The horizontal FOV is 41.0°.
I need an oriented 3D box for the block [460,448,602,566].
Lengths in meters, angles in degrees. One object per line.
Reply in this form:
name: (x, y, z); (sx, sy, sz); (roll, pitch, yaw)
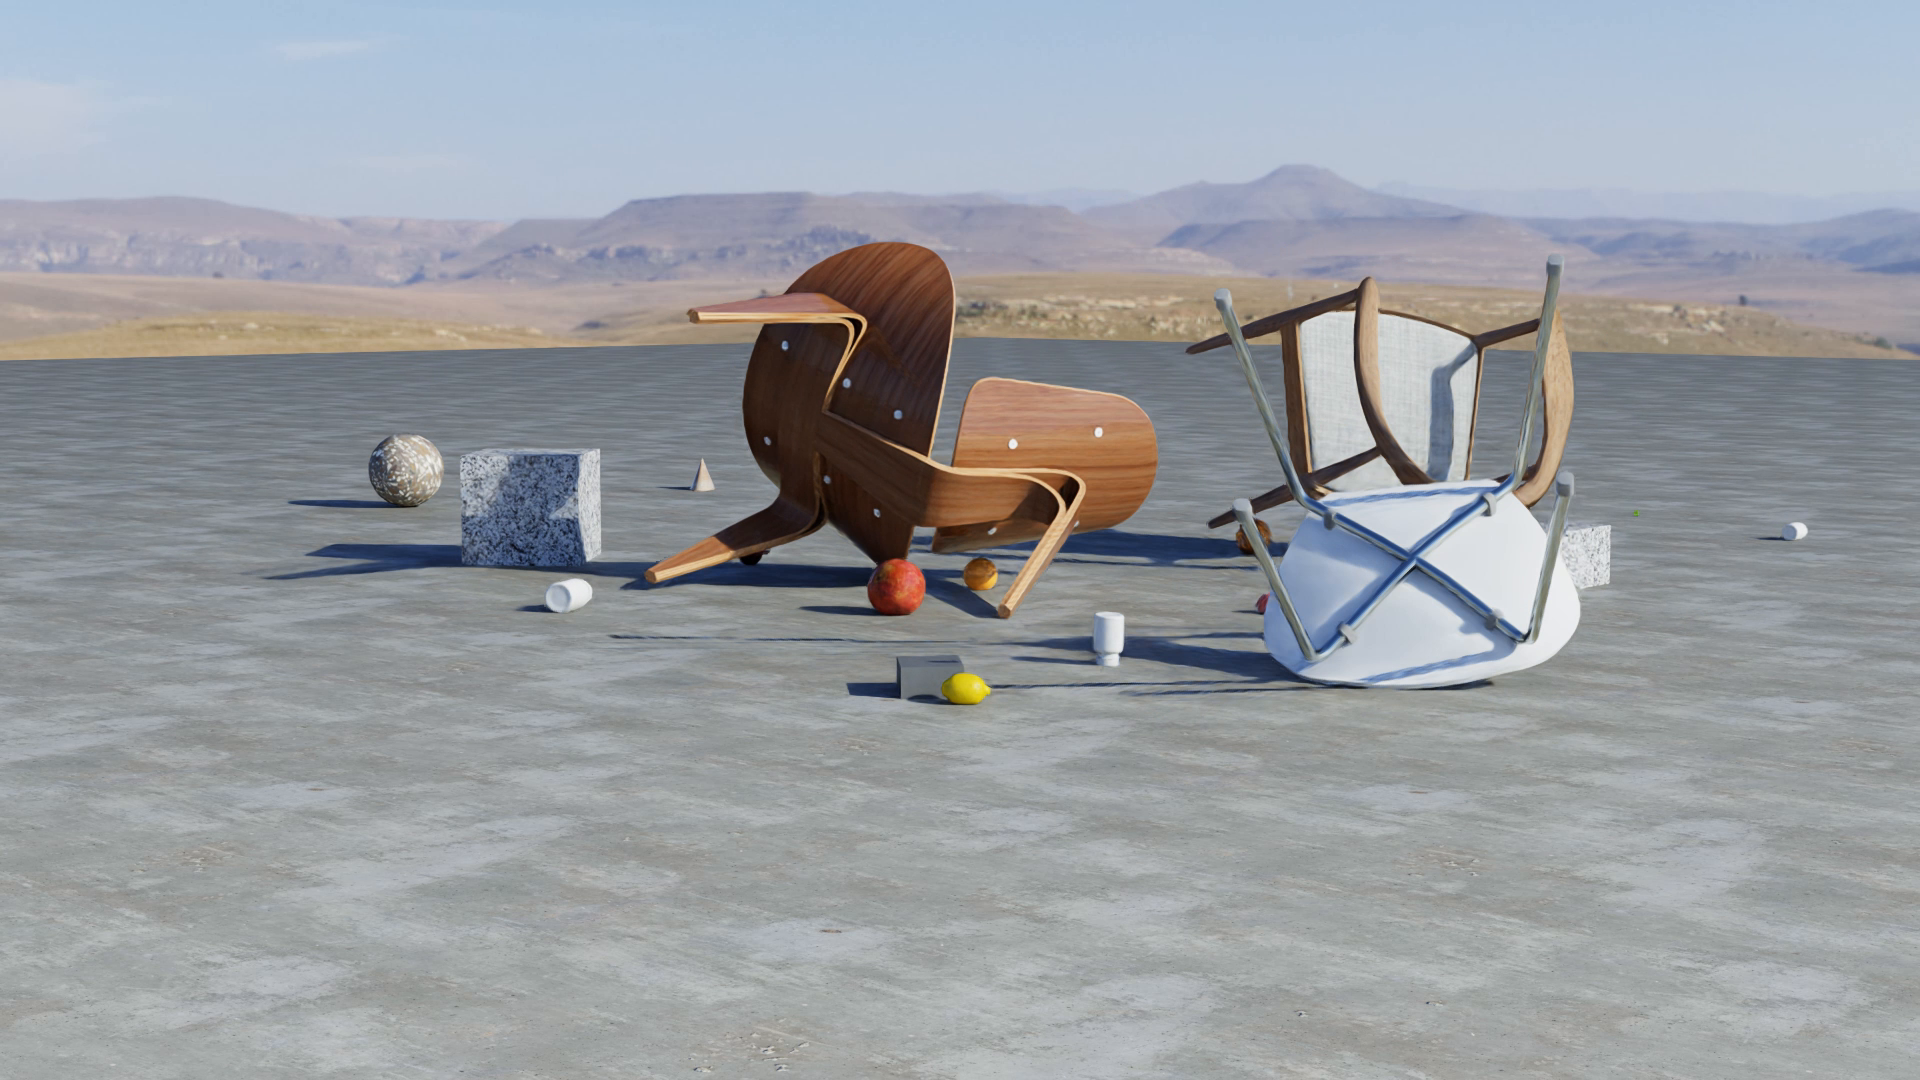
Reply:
block: (-0.994, -0.079, 5.965); (0.269, 0.250, 0.263); (0, 6, 3)

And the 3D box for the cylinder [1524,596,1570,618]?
cylinder: (1.131, 0.130, 4.941); (0.071, 0.039, 0.076); (3, -10, 24)

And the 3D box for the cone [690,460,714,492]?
cone: (-0.797, -0.206, 7.938); (0.076, 0.098, 0.169); (0, 6, 3)

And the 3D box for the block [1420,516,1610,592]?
block: (1.195, 0.028, 5.532); (0.332, 0.126, 0.227); (5, 8, 43)

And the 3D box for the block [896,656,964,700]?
block: (-0.048, 0.217, 4.064); (0.099, 0.050, 0.121); (0, 6, -5)

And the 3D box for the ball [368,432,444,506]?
ball: (-1.581, -0.201, 7.328); (0.212, 0.212, 0.212); (0, 6, 0)
